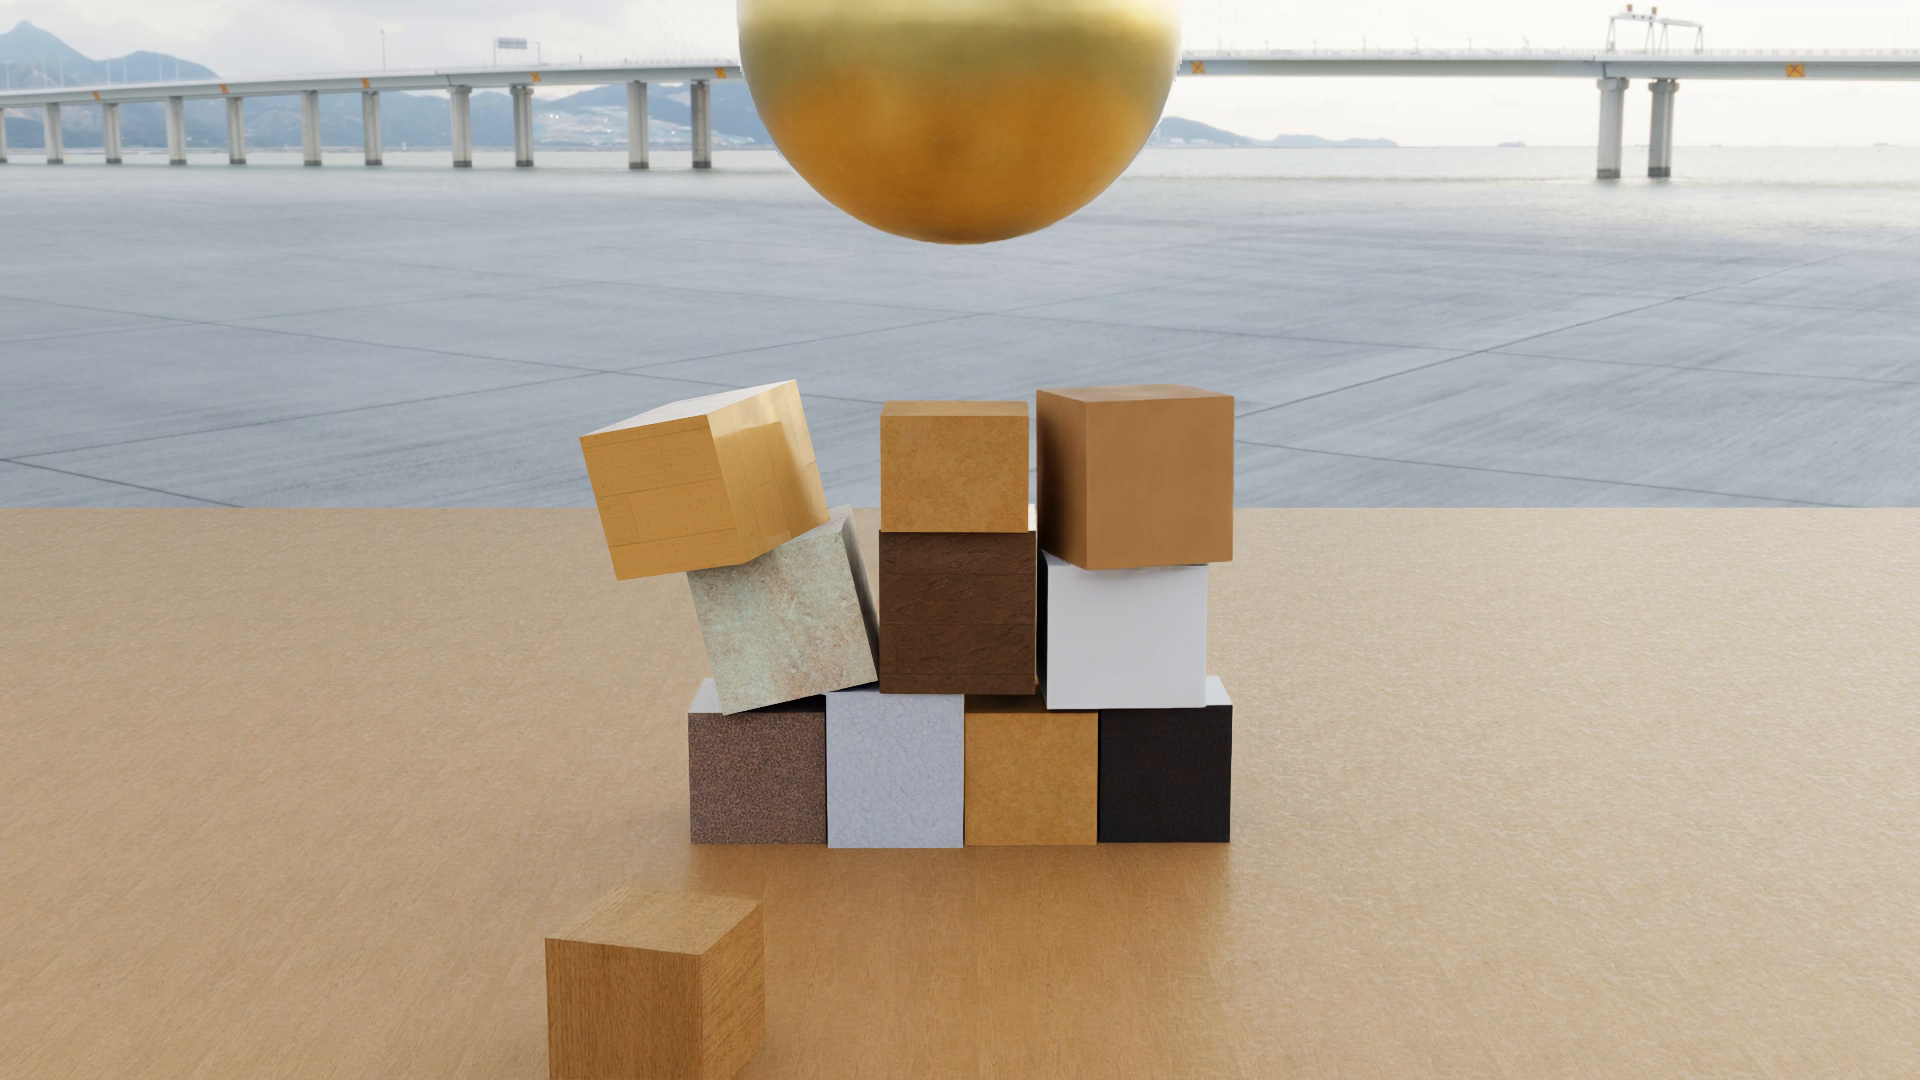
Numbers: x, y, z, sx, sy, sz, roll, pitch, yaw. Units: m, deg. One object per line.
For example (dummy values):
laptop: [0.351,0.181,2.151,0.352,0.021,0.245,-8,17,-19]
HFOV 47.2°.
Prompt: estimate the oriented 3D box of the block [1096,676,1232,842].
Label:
block: [1.034,1.125,11.372,0.659,0.718,0.613,0,10,0]

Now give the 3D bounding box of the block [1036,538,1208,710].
block: [0.812,0.413,11.252,0.788,0.723,0.767,0,10,-2]

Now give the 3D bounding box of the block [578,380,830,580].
block: [-1.262,-0.304,10.981,0.771,0.737,0.825,-8,11,29]

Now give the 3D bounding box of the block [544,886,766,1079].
block: [-1.155,1.729,8.425,0.629,0.583,0.607,3,11,16]

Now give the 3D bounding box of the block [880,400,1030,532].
block: [-0.022,-0.372,10.923,0.716,0.568,0.610,0,10,1]

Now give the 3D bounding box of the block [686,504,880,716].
block: [-0.876,0.341,11.258,0.791,0.771,0.829,-13,10,3]

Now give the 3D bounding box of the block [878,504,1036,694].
block: [-0.003,0.286,11.196,0.769,0.825,0.792,0,10,1]

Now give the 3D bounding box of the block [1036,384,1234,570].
block: [0.866,-0.331,11.007,0.767,0.816,0.731,-3,10,-17]

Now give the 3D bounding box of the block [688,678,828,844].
block: [-1.019,1.136,11.407,0.684,0.685,0.723,0,10,0]

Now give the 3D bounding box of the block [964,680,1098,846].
block: [0.356,1.139,11.386,0.666,0.685,0.708,0,10,0]

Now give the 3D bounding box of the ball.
ball: [0.000,-1.864,7.888,1.600,1.600,1.600,0,10,0]

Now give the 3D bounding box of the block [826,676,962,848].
block: [-0.325,1.081,11.372,0.679,0.803,0.798,0,10,0]
